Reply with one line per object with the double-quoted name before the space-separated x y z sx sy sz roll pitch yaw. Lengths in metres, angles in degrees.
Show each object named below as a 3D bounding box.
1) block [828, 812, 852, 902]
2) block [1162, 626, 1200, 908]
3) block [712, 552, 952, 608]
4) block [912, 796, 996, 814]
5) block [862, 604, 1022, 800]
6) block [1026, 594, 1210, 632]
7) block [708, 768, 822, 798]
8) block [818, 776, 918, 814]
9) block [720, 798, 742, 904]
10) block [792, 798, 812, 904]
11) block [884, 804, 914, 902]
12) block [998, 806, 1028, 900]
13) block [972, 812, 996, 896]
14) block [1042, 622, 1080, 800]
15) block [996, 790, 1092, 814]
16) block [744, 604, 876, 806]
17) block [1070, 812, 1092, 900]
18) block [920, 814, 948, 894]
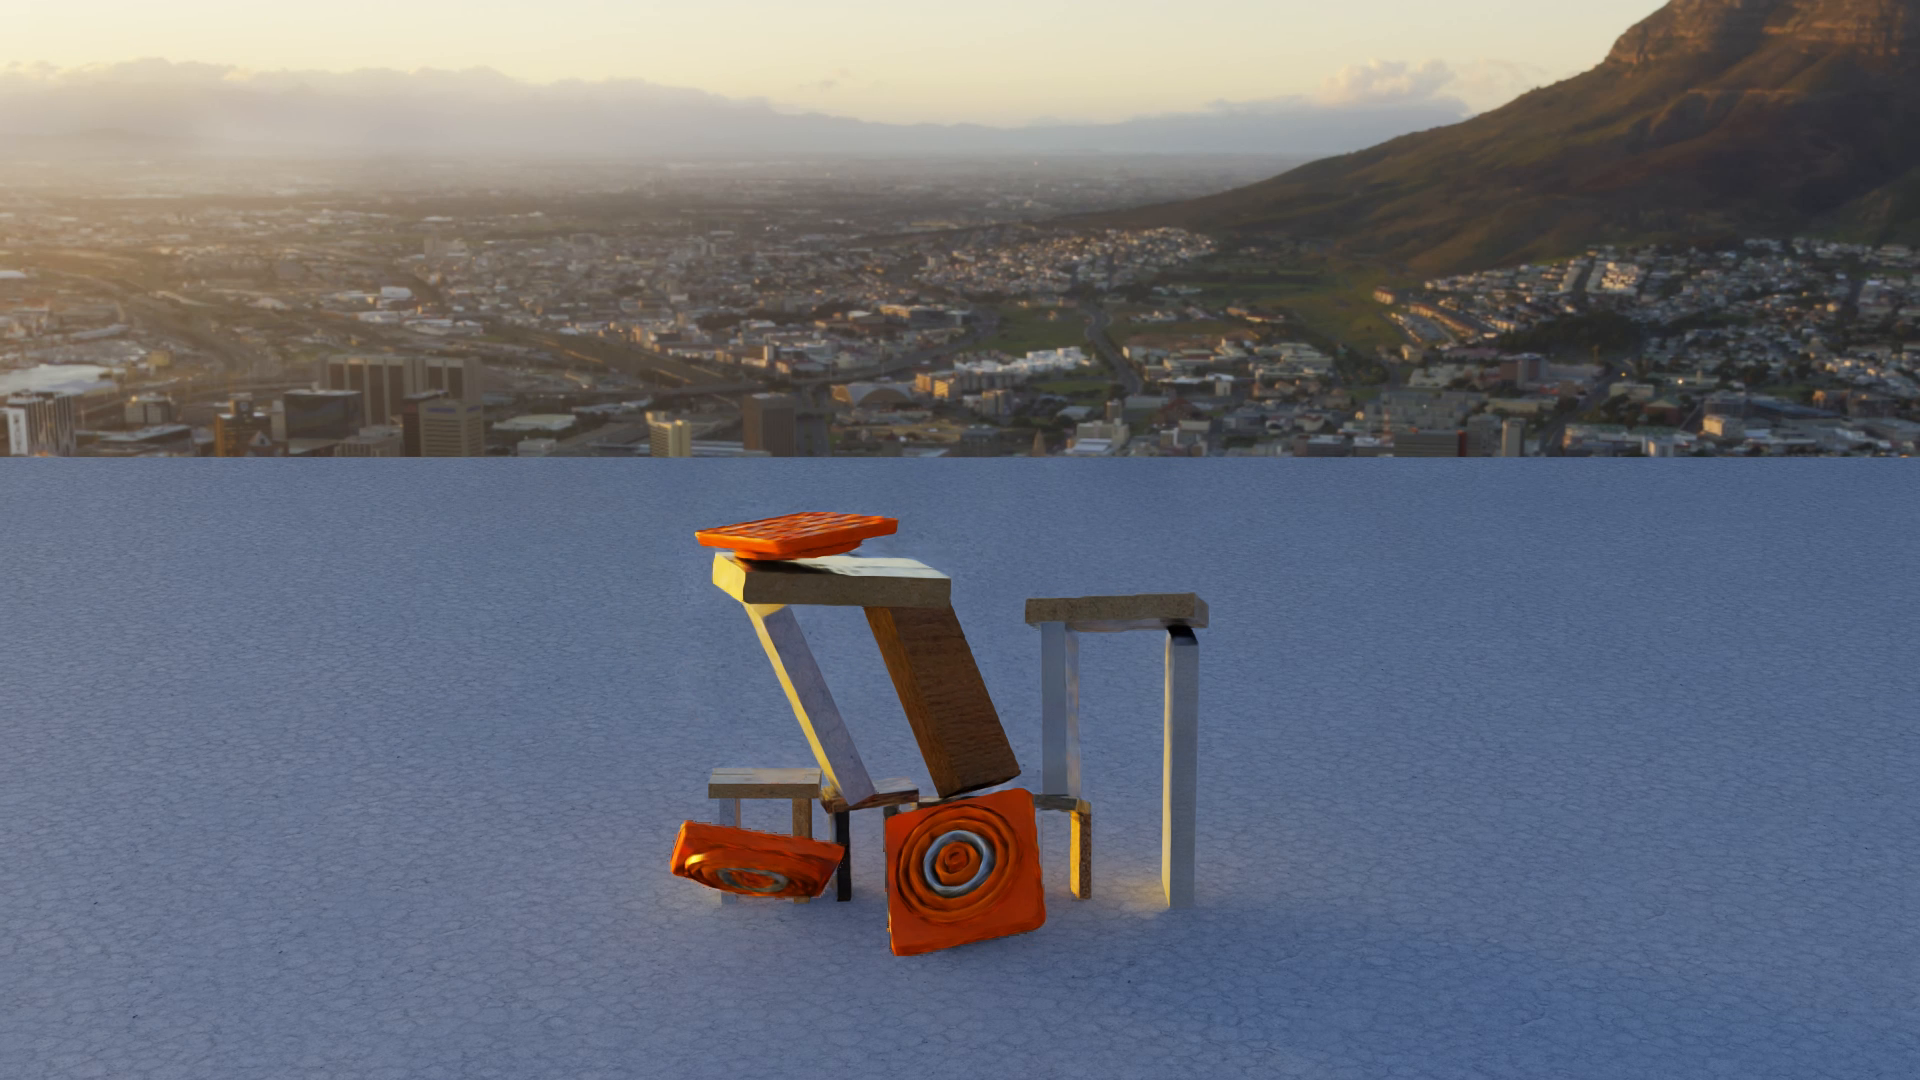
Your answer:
"block" -0.200 0.514 3.655 0.022 0.154 0.077 -3 11 -12
"block" 0.363 0.373 3.630 0.040 0.442 0.141 0 11 0
"block" -0.209 0.066 3.582 0.349 0.049 0.175 2 9 -23
"block" -0.011 0.442 3.676 0.132 0.019 0.066 0 1 -11
"block" -0.032 0.252 3.762 0.049 0.366 0.175 -31 -15 34
"block" 0.264 0.123 3.669 0.283 0.040 0.141 -3 -10 15
"block" -0.321 0.402 3.633 0.179 0.025 0.090 0 11 0
"block" -0.153 0.423 3.649 0.154 0.022 0.077 -6 11 -14
"block" -0.381 0.502 3.652 0.025 0.179 0.090 0 11 0
"block" -0.261 0.502 3.652 0.025 0.179 0.090 0 11 0
"block" -0.102 0.514 3.655 0.022 0.154 0.077 -9 10 2
"block" 0.088 0.521 3.658 0.020 0.140 0.070 7 12 26
"block" 0.041 0.519 3.663 0.019 0.132 0.066 -9 2 0
"block" 0.169 0.287 3.662 0.040 0.283 0.141 -2 -11 12
"block" 0.139 0.433 3.624 0.140 0.020 0.070 4 -10 25
"block" -0.249 0.252 3.593 0.049 0.349 0.175 -27 16 -11
"block" 0.201 0.519 3.657 0.020 0.140 0.070 -1 7 -10
"block" -0.044 0.518 3.664 0.019 0.132 0.066 -10 2 -6
